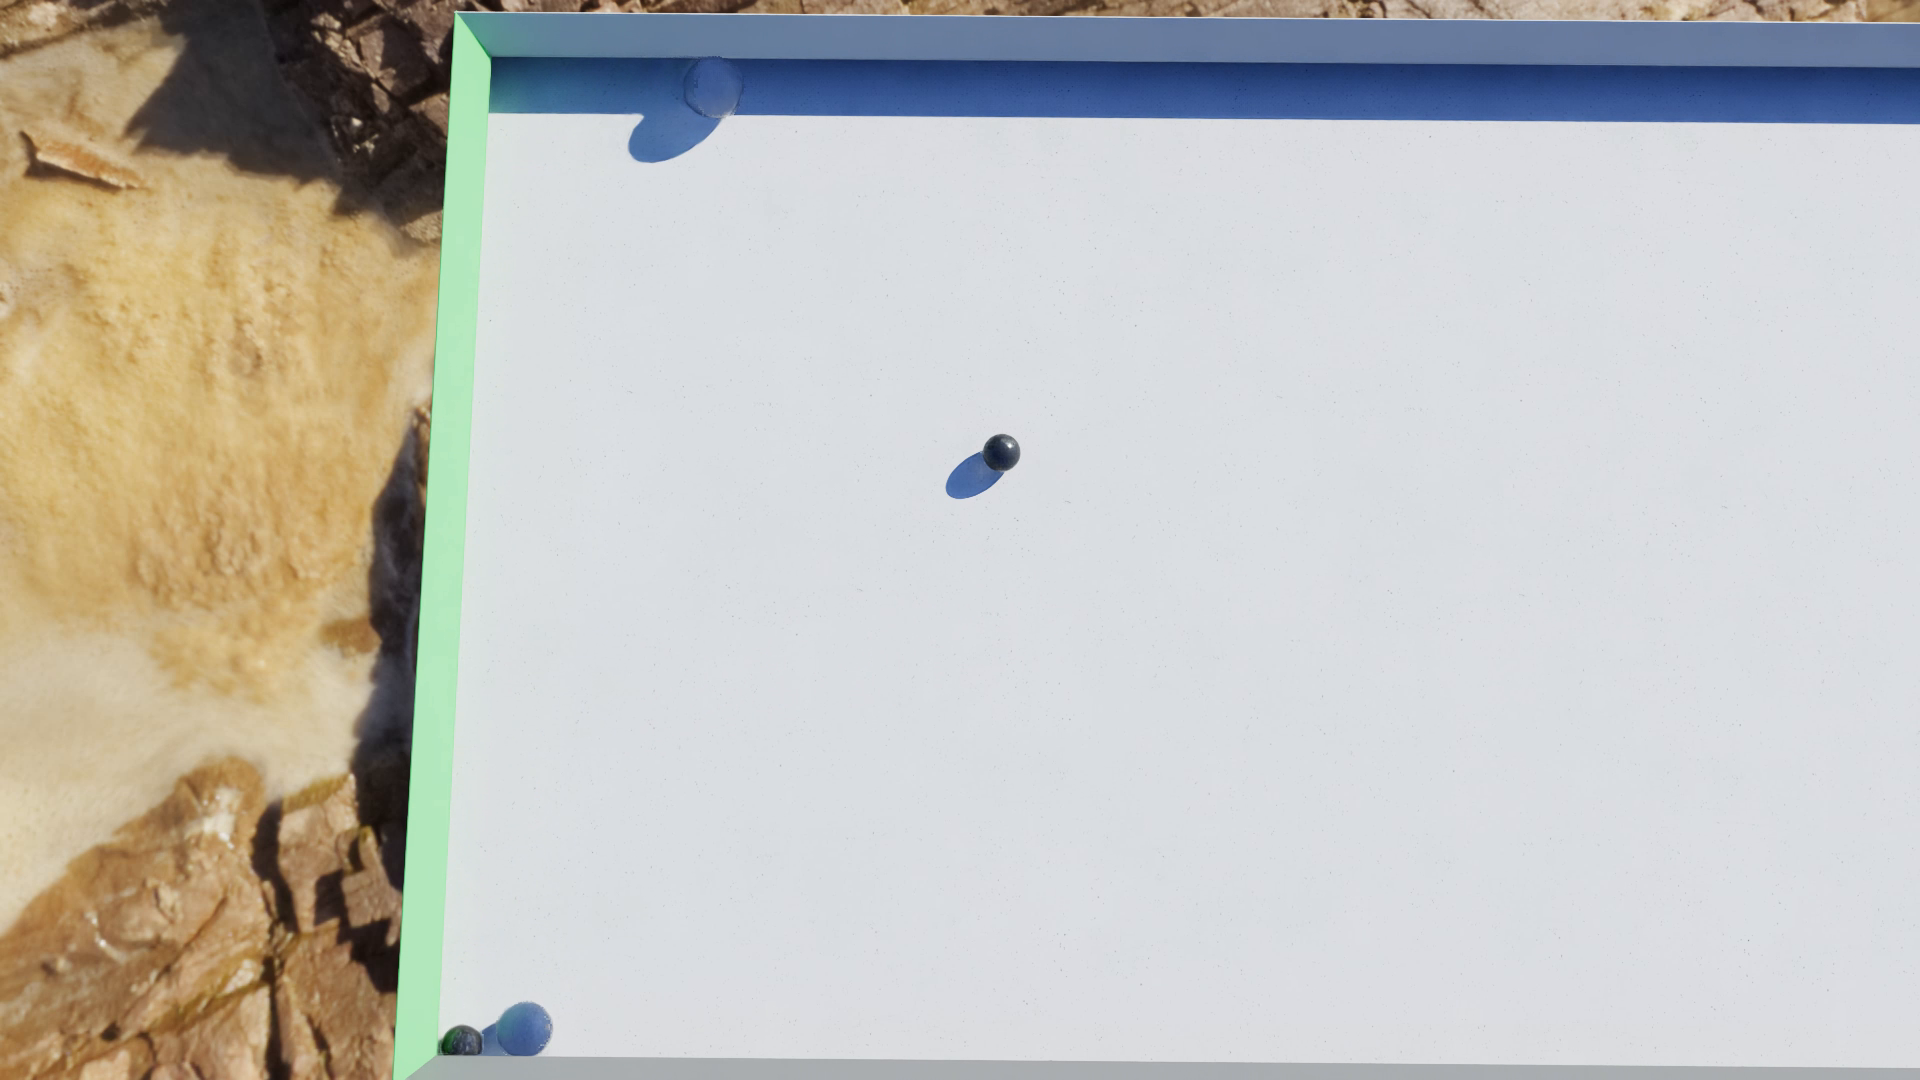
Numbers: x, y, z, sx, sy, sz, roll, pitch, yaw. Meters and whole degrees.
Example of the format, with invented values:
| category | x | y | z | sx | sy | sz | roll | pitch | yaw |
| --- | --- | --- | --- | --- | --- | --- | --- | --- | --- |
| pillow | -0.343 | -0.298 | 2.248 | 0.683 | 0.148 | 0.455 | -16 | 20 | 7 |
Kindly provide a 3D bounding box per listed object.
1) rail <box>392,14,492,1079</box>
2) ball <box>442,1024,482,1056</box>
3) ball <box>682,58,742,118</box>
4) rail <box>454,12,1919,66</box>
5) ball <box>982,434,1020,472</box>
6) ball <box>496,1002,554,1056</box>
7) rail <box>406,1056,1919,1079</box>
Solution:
| category | x | y | z | sx | sy | sz | roll | pitch | yaw |
| --- | --- | --- | --- | --- | --- | --- | --- | --- | --- |
| rail | -0.760 | -0.012 | 3.277 | 0.045 | 0.121 | 1.611 | 0 | 78 | 0 |
| ball | -0.716 | 0.725 | 3.159 | 0.058 | 0.058 | 0.058 | 0 | 78 | 0 |
| ball | -0.386 | -0.706 | 3.435 | 0.093 | 0.093 | 0.093 | 0 | 78 | 0 |
| rail | 0.790 | -0.765 | 3.432 | 3.136 | 0.121 | 0.045 | 0 | 78 | 0 |
| ball | 0.063 | -0.132 | 3.335 | 0.058 | 0.058 | 0.058 | 0 | 78 | 0 |
| ball | -0.623 | 0.702 | 3.152 | 0.080 | 0.080 | 0.080 | 0 | 78 | 0 |
| rail | 0.777 | 0.766 | 3.117 | 3.136 | 0.121 | 0.045 | 0 | 78 | 0 |
